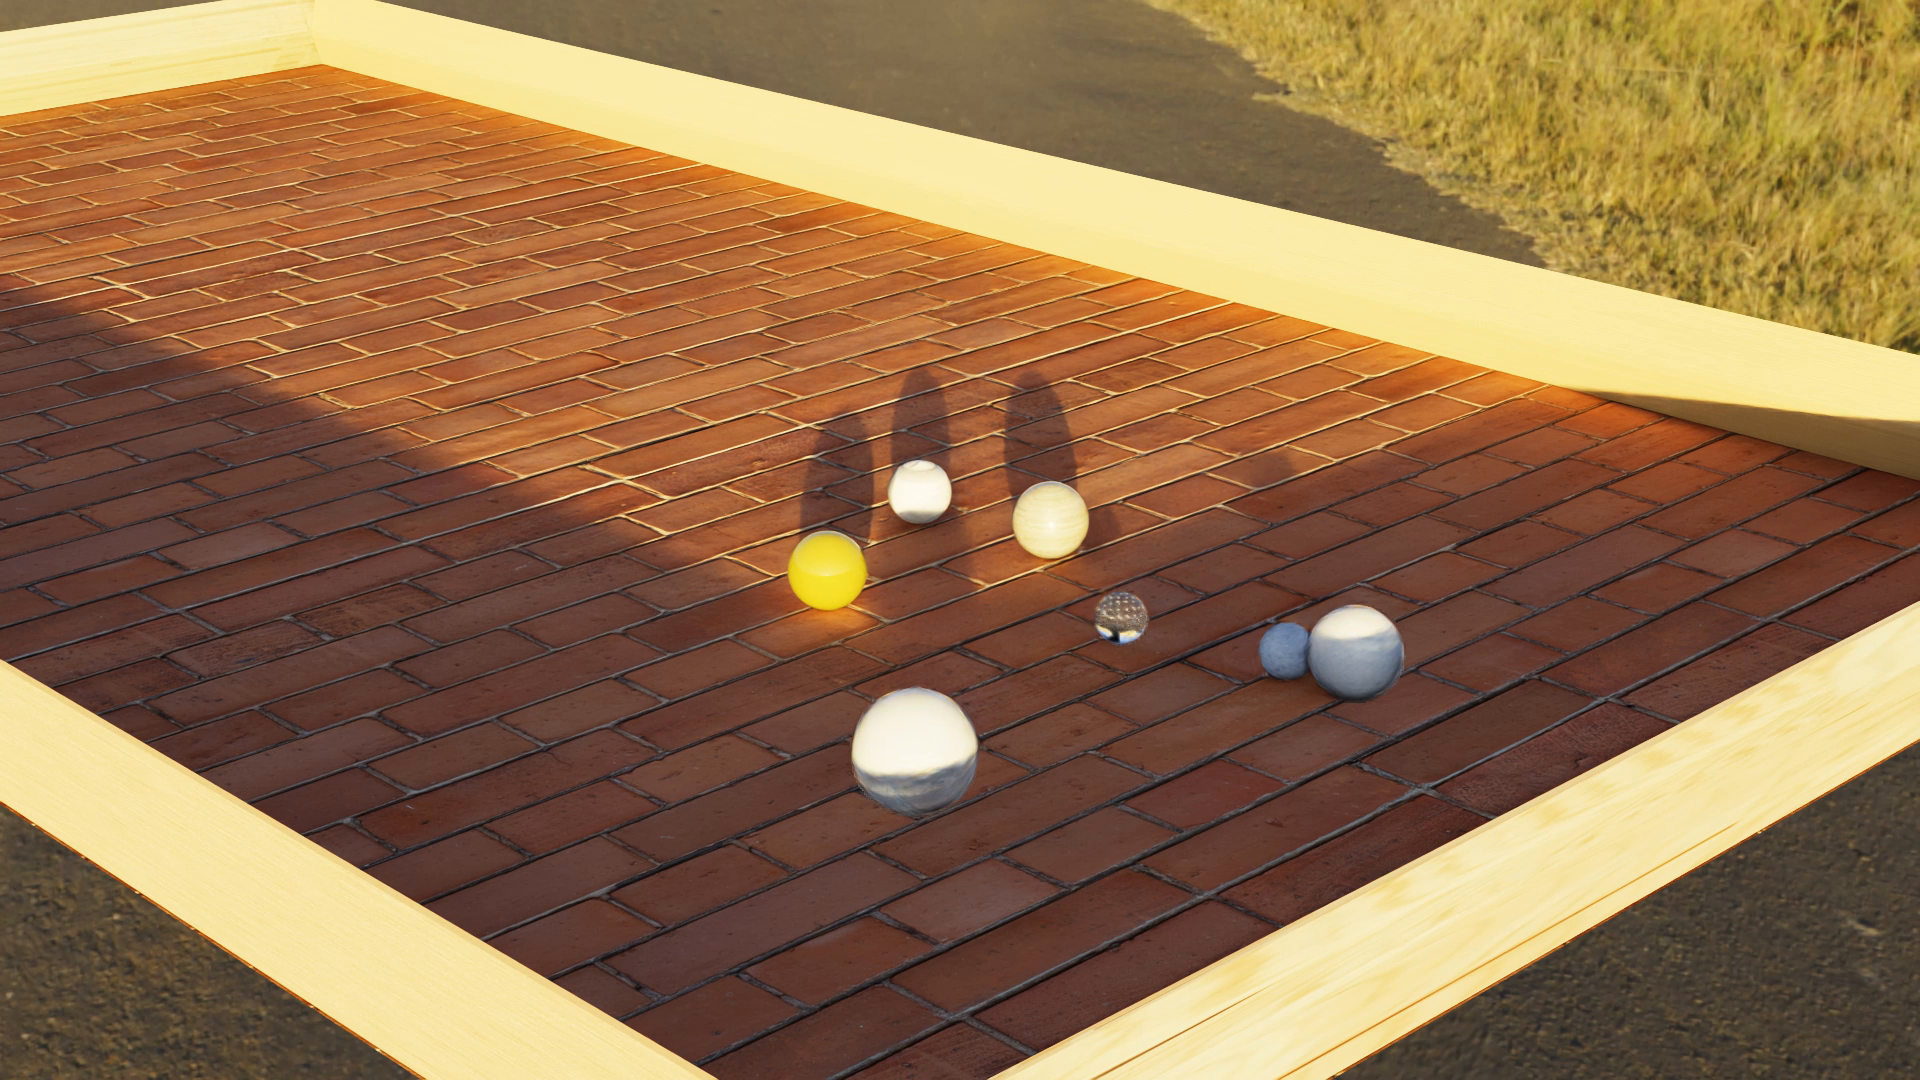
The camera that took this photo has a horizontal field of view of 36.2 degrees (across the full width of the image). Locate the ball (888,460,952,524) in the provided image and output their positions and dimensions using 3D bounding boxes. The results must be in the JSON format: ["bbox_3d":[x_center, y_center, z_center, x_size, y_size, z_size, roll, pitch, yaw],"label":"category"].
[{"bbox_3d":[-0.039,-0.046,2.825,0.062,0.062,0.062,0,21,0],"label":"ball"}]

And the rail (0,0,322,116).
[{"bbox_3d":[-1.667,-0.634,4.294,1.737,0.125,0.045,-19,28,-41],"label":"rail"}]

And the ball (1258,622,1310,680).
[{"bbox_3d":[0.275,0.093,2.473,0.048,0.048,0.048,0,21,0],"label":"ball"}]

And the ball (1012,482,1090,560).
[{"bbox_3d":[0.084,-0.019,2.736,0.072,0.072,0.072,0,21,0],"label":"ball"}]

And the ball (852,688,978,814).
[{"bbox_3d":[-0.034,0.160,2.229,0.096,0.096,0.096,0,21,0],"label":"ball"}]

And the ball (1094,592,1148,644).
[{"bbox_3d":[0.139,0.067,2.546,0.046,0.046,0.046,0,21,0],"label":"ball"}]

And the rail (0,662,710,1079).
[{"bbox_3d":[-1.167,-0.026,2.678,0.045,0.125,3.221,-19,28,-41],"label":"rail"}]

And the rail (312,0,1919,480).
[{"bbox_3d":[0.045,-0.441,3.780,0.045,0.125,3.221,-19,28,-41],"label":"rail"}]

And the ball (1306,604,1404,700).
[{"bbox_3d":[0.326,0.093,2.430,0.079,0.079,0.079,0,21,0],"label":"ball"}]

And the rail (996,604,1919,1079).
[{"bbox_3d":[0.545,0.167,2.164,1.737,0.125,0.045,-19,28,-41],"label":"rail"}]

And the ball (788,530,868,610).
[{"bbox_3d":[-0.118,0.027,2.617,0.071,0.071,0.071,0,21,0],"label":"ball"}]
